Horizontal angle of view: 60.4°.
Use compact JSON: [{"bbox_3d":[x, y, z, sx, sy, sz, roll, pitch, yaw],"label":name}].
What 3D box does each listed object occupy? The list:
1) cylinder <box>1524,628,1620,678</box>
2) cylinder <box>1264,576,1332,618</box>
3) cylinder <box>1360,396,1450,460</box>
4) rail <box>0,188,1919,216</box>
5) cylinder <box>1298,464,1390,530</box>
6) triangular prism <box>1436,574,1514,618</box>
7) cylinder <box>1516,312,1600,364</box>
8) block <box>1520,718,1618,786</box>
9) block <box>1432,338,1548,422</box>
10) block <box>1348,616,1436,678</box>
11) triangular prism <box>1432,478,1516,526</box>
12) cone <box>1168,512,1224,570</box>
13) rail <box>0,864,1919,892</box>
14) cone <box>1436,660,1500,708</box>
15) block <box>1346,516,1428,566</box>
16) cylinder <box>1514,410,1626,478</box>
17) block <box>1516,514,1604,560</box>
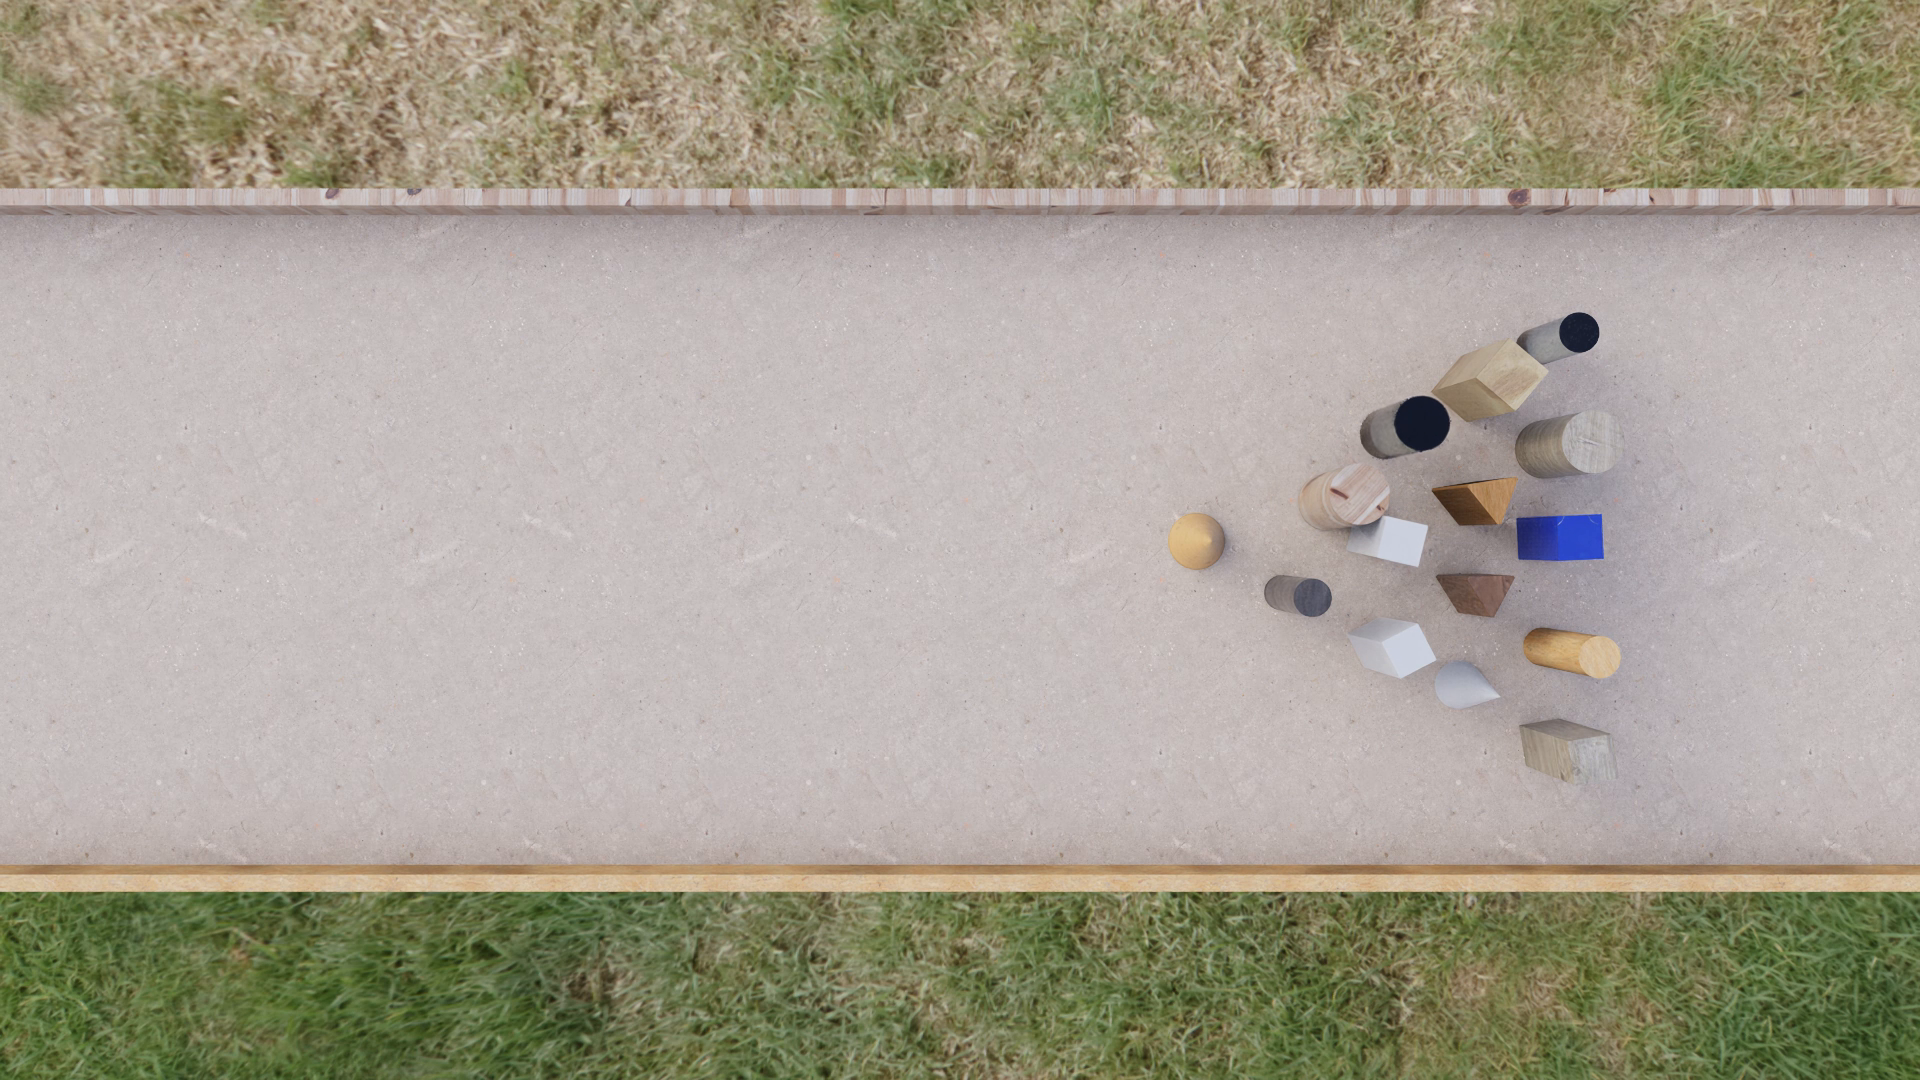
[{"bbox_3d":[1.792,0.328,4.848,0.118,0.457,0.118,0,90,0],"label":"cylinder"},{"bbox_3d":[0.990,0.162,4.853,0.109,0.448,0.109,0,90,0],"label":"cylinder"},{"bbox_3d":[1.307,-0.328,4.867,0.157,0.417,0.157,0,90,0],"label":"cylinder"},{"bbox_3d":[-2.247,-1.025,5.002,12.000,0.150,0.050,0,90,0],"label":"rail"},{"bbox_3d":[1.136,-0.124,4.896,0.176,0.350,0.176,0,87,-3],"label":"cylinder"},{"bbox_3d":[1.551,0.136,4.919,0.117,0.316,0.135,-32,90,0],"label":"triangular prism"},{"bbox_3d":[1.768,-0.592,4.892,0.116,0.368,0.116,0,90,0],"label":"cylinder"},{"bbox_3d":[1.793,0.622,4.873,0.127,0.407,0.127,-10,90,0],"label":"block"},{"bbox_3d":[1.551,-0.465,4.852,0.146,0.448,0.146,40,90,0],"label":"block"},{"bbox_3d":[1.268,0.314,4.867,0.116,0.420,0.116,-27,90,0],"label":"block"},{"bbox_3d":[1.544,-0.139,4.894,0.124,0.365,0.143,-39,90,0],"label":"triangular prism"},{"bbox_3d":[0.728,0.004,4.924,0.175,0.305,0.175,0,90,0],"label":"cone"},{"bbox_3d":[-2.247,1.025,5.001,12.000,0.150,0.050,0,90,0],"label":"rail"},{"bbox_3d":[1.536,0.446,4.882,0.149,0.389,0.149,0,90,0],"label":"cone"},{"bbox_3d":[1.257,-0.004,4.874,0.120,0.399,0.120,13,93,0],"label":"block"},{"bbox_3d":[1.798,-0.279,4.878,0.180,0.396,0.180,0,90,0],"label":"cylinder"},{"bbox_3d":[1.780,-0.007,4.904,0.129,0.345,0.129,-3,90,0],"label":"block"}]
